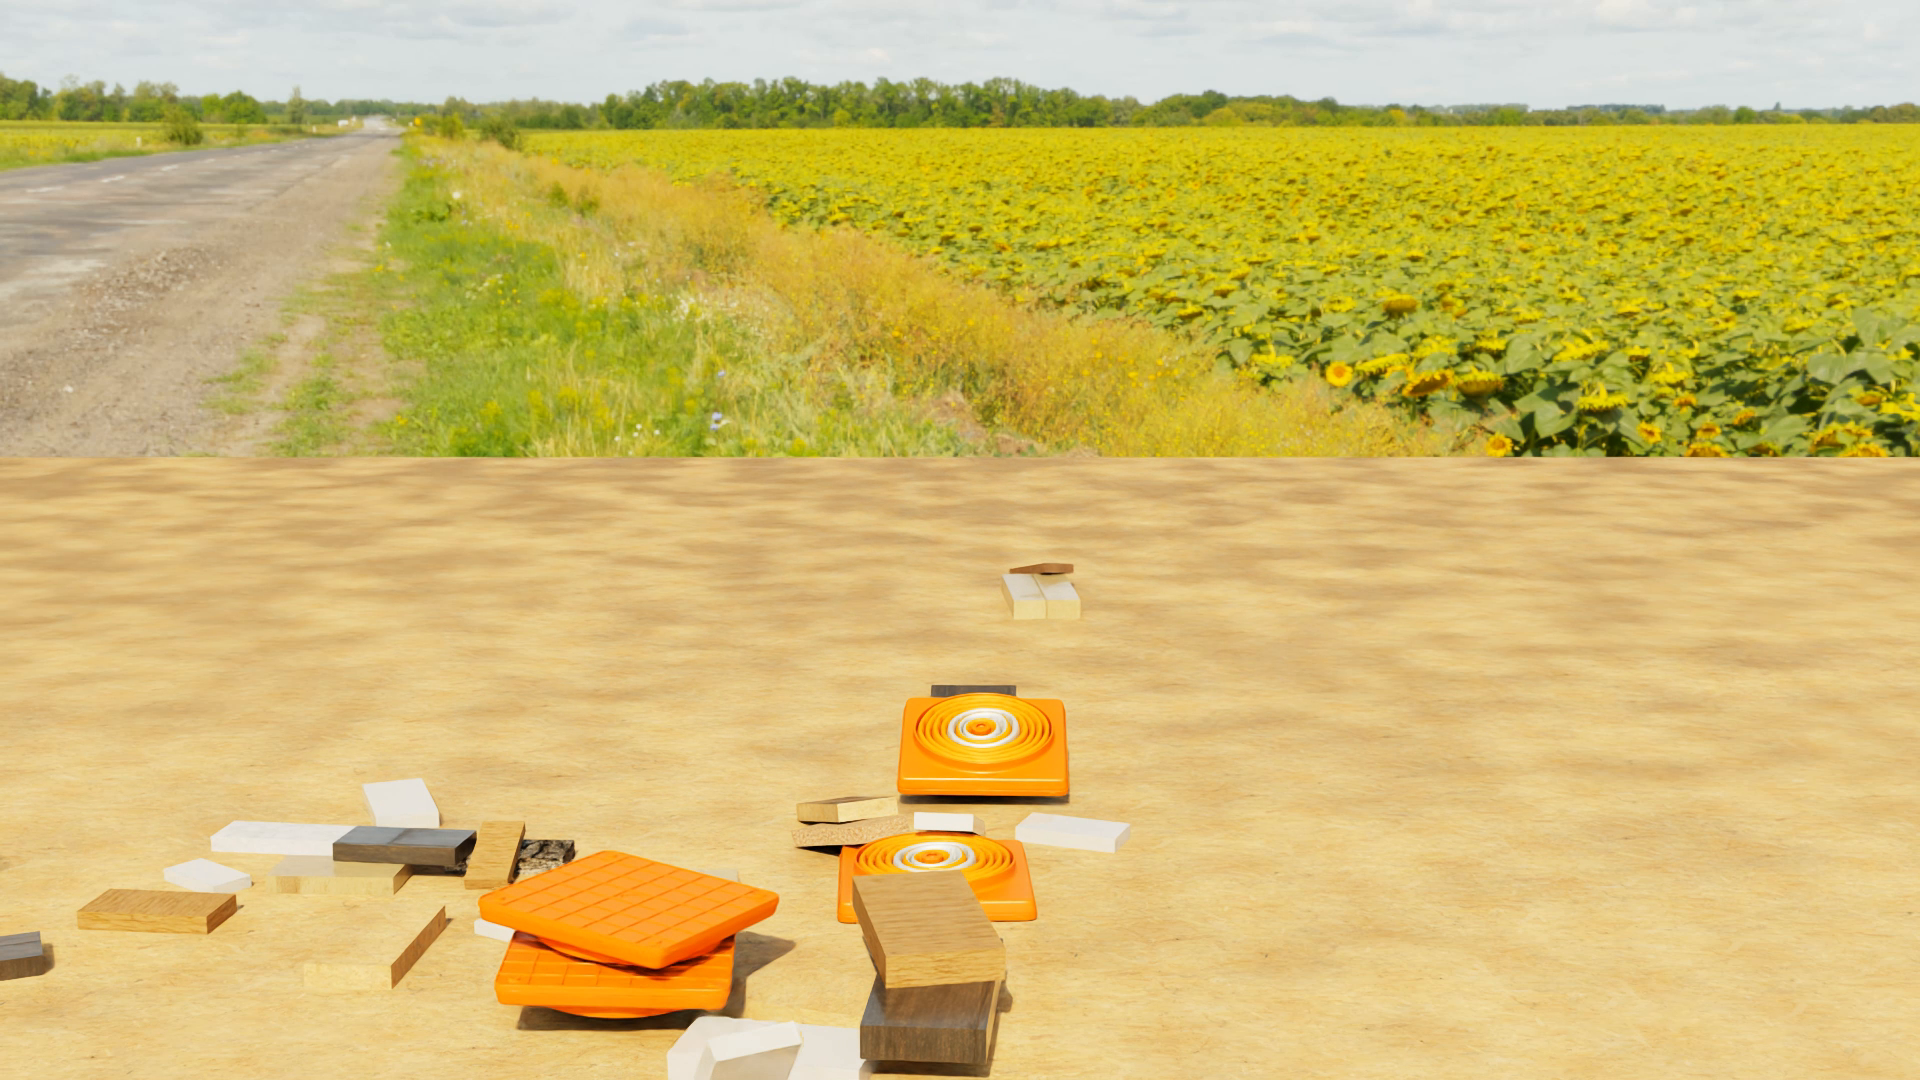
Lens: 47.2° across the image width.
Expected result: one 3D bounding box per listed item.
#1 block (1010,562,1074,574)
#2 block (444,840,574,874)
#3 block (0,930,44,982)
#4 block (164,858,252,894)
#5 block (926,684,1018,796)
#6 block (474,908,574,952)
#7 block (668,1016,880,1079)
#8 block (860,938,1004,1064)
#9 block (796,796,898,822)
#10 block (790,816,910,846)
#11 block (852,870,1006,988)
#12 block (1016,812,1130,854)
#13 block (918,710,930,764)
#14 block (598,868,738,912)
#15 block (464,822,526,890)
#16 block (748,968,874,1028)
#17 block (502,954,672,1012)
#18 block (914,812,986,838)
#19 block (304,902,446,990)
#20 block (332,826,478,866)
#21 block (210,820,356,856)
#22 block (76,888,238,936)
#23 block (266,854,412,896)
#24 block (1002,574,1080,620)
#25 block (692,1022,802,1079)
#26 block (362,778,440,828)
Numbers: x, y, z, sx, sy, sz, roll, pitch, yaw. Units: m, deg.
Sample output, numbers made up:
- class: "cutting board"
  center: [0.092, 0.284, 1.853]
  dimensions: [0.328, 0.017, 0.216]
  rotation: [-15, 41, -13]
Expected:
- class: "block"
  center: [0.227, 0.087, 6.146]
  dimensions: [0.093, 0.026, 0.186]
  rotation: [2, -7, -31]
- class: "block"
  center: [-0.780, 0.549, 3.813]
  dimensions: [0.203, 0.029, 0.102]
  rotation: [0, 11, 2]
- class: "block"
  center: [-1.568, 0.644, 3.289]
  dimensions: [0.361, 0.032, 0.112]
  rotation: [-5, 12, -24]
- class: "block"
  center: [-1.272, 0.571, 3.716]
  dimensions: [0.145, 0.021, 0.072]
  rotation: [8, 13, 38]
- class: "block"
  center: [0.025, 0.393, 4.363]
  dimensions: [0.174, 0.049, 0.348]
  rotation: [0, 25, 1]
- class: "block"
  center: [-0.688, 0.615, 3.476]
  dimensions: [0.145, 0.021, 0.072]
  rotation: [7, 12, 31]
- class: "block"
  center: [-0.249, 0.698, 2.982]
  dimensions: [0.265, 0.037, 0.132]
  rotation: [2, 11, 12]
- class: "block"
  center: [-0.035, 0.638, 3.077]
  dimensions: [0.168, 0.048, 0.337]
  rotation: [1, 11, 5]
- class: "block"
  center: [-0.206, 0.486, 3.978]
  dimensions: [0.112, 0.032, 0.223]
  rotation: [-5, -4, -24]
- class: "block"
  center: [-0.194, 0.512, 3.864]
  dimensions: [0.102, 0.029, 0.203]
  rotation: [-9, -2, -42]
- class: "block"
  center: [-0.051, 0.564, 3.214]
  dimensions: [0.168, 0.048, 0.337]
  rotation: [-2, 11, -10]
- class: "block"
  center: [0.203, 0.525, 3.947]
  dimensions: [0.186, 0.026, 0.093]
  rotation: [4, 11, 21]
- class: "block"
  center: [0.016, 0.396, 4.578]
  dimensions: [0.174, 0.049, 0.348]
  rotation: [1, 11, 5]
- class: "block"
  center: [-0.481, 0.579, 3.640]
  dimensions: [0.222, 0.031, 0.111]
  rotation: [-1, 11, -3]
- class: "block"
  center: [-0.792, 0.537, 3.752]
  dimensions: [0.072, 0.021, 0.159]
  rotation: [0, 30, 1]
- class: "block"
  center: [-0.155, 0.669, 3.142]
  dimensions: [0.265, 0.037, 0.132]
  rotation: [4, 11, 18]
- class: "block"
  center: [-0.549, 0.652, 3.246]
  dimensions: [0.223, 0.032, 0.112]
  rotation: [2, 11, 11]
- class: "block"
  center: [-0.017, 0.502, 3.867]
  dimensions: [0.102, 0.029, 0.203]
  rotation: [1, -11, 7]
- class: "block"
  center: [-0.897, 0.623, 3.388]
  dimensions: [0.132, 0.037, 0.265]
  rotation: [1, 11, 4]
- class: "block"
  center: [-0.952, 0.524, 3.775]
  dimensions: [0.216, 0.031, 0.108]
  rotation: [1, 9, 7]
- class: "block"
  center: [-1.142, 0.533, 3.906]
  dimensions: [0.352, 0.026, 0.093]
  rotation: [1, 11, 8]
- class: "block"
  center: [-1.292, 0.598, 3.541]
  dimensions: [0.216, 0.031, 0.108]
  rotation: [1, 11, 7]
- class: "block"
  center: [-1.048, 0.566, 3.716]
  dimensions: [0.216, 0.031, 0.108]
  rotation: [1, 11, 3]
- class: "block"
  center: [0.215, 0.149, 5.907]
  dimensions: [0.174, 0.049, 0.348]
  rotation: [-1, 11, -4]
- class: "block"
  center: [-0.274, 0.672, 2.683]
  dimensions: [0.111, 0.222, 0.031]
  rotation: [-6, 48, -28]
- class: "block"
  center: [-1.044, 0.494, 4.097]
  dimensions: [0.111, 0.031, 0.222]
  rotation: [-4, 11, -21]
